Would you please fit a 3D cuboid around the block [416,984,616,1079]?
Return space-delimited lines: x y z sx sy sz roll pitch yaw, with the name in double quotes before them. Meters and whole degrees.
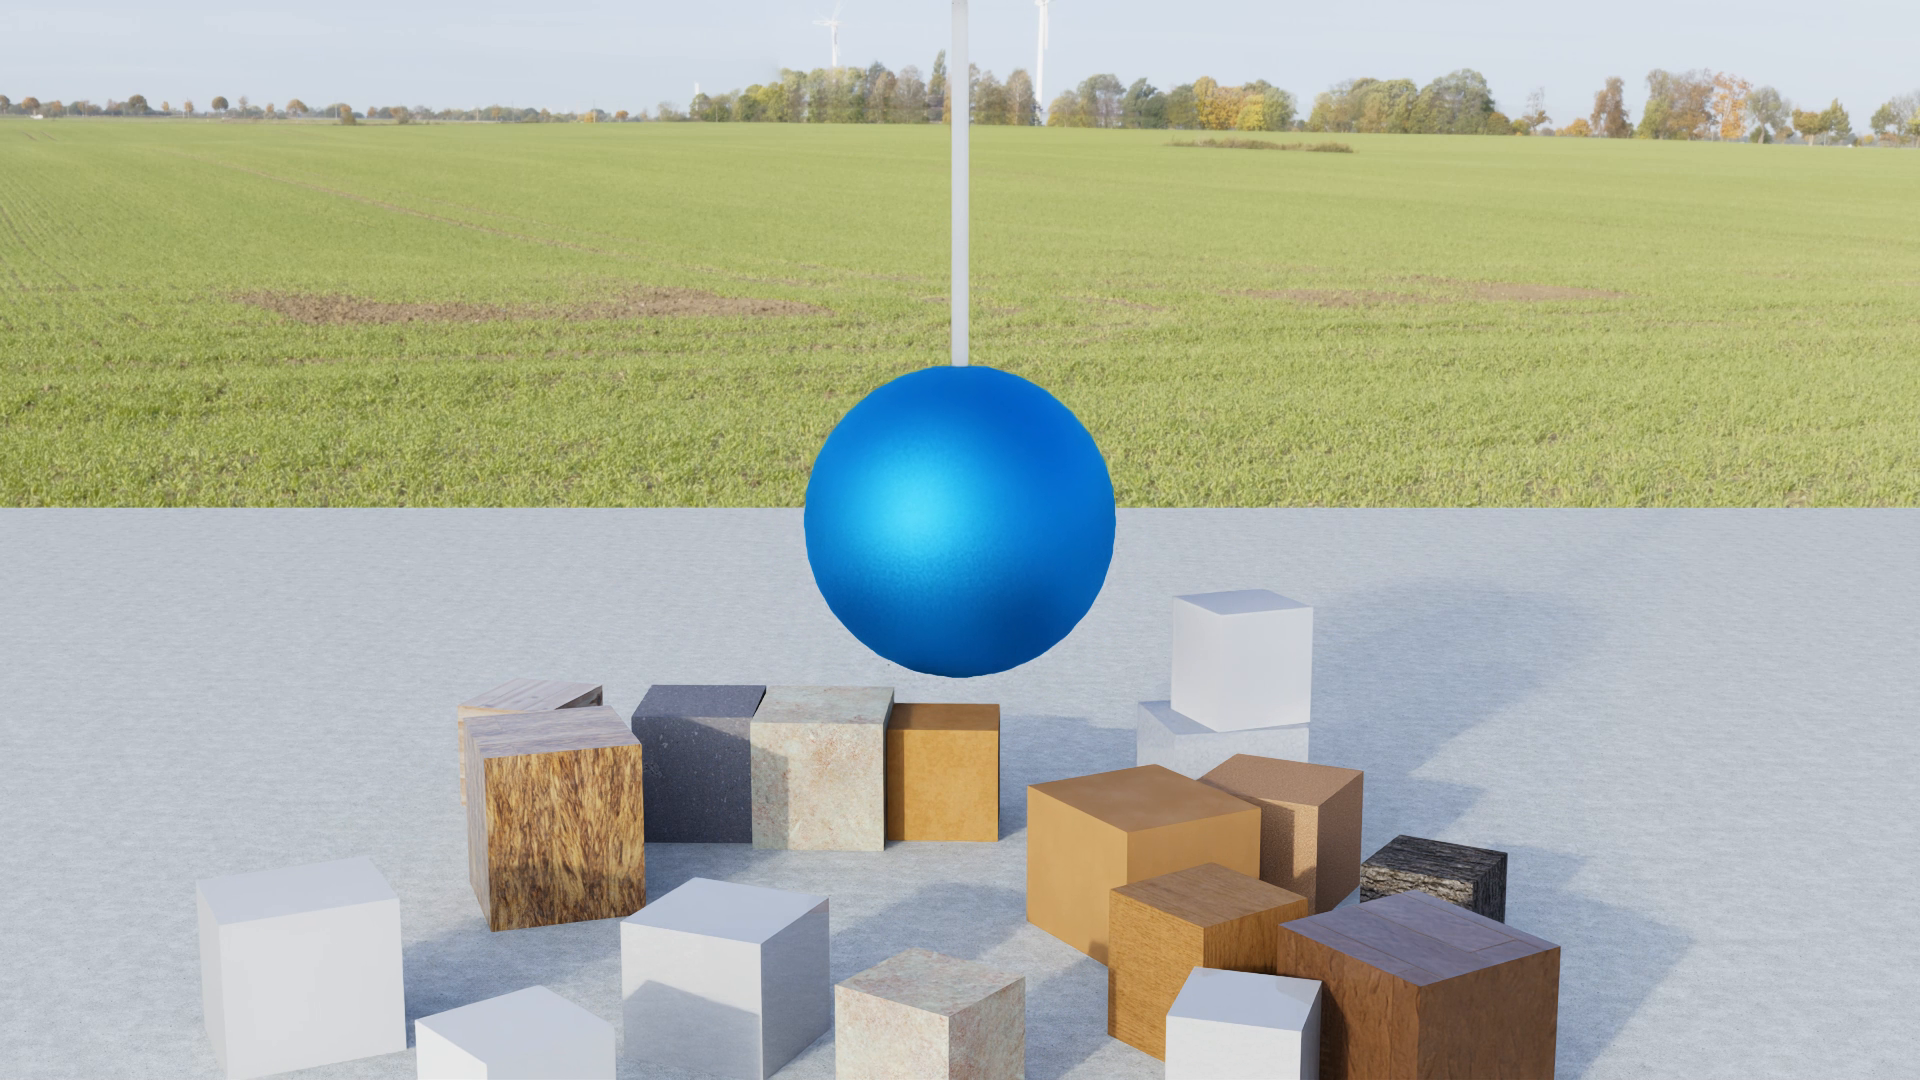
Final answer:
"block" -1.532 1.913 7.609 0.491 0.513 0.497 -9 14 -40

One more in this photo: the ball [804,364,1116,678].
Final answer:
"ball" 0.000 -0.098 11.245 1.600 1.600 1.600 0 10 0

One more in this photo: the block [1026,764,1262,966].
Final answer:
"block" 0.808 1.451 9.803 0.703 0.638 0.795 -6 12 -30

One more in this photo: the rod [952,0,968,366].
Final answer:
"rod" 0.000 -3.434 10.592 0.080 5.200 0.080 0 11 0

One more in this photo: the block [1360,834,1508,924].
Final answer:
"block" 2.082 1.593 9.675 0.500 0.403 0.481 6 12 31

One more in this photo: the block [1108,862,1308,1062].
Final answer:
"block" 0.969 1.678 8.644 0.551 0.605 0.539 -8 13 -36

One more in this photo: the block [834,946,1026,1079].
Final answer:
"block" -0.107 1.844 8.039 0.510 0.495 0.475 7 13 35

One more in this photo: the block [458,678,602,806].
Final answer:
"block" -2.317 1.108 11.928 0.528 0.552 0.640 3 11 17

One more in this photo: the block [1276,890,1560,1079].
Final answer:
"block" 1.676 1.760 8.113 0.704 0.635 0.733 -7 12 -33

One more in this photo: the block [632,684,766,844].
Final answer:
"block" -1.338 1.151 11.399 0.608 0.656 0.663 0 10 1

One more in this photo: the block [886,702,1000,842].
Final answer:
"block" -0.079 1.194 11.372 0.560 0.581 0.539 0 10 2

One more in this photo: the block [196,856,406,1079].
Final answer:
"block" -2.593 1.669 8.644 0.669 0.622 0.571 -5 12 -27

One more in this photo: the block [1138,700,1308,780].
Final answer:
"block" 1.344 1.190 11.354 0.698 0.596 0.674 -2 11 -11

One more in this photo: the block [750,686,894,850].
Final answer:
"block" -0.694 1.164 11.337 0.659 0.654 0.761 0 10 3

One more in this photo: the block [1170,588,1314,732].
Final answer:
"block" 1.435 0.606 11.237 0.527 0.597 0.507 -4 11 -22

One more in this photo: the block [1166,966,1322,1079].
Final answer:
"block" 1.013 1.873 7.845 0.469 0.507 0.483 3 11 17

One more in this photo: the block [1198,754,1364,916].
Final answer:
"block" 1.477 1.393 10.330 0.639 0.563 0.646 6 12 28

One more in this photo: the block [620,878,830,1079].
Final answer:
"block" -0.911 1.710 8.622 0.610 0.550 0.565 4 11 23

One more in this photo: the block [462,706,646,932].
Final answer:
"block" -1.900 1.280 10.266 0.704 0.808 0.743 -4 11 -19
